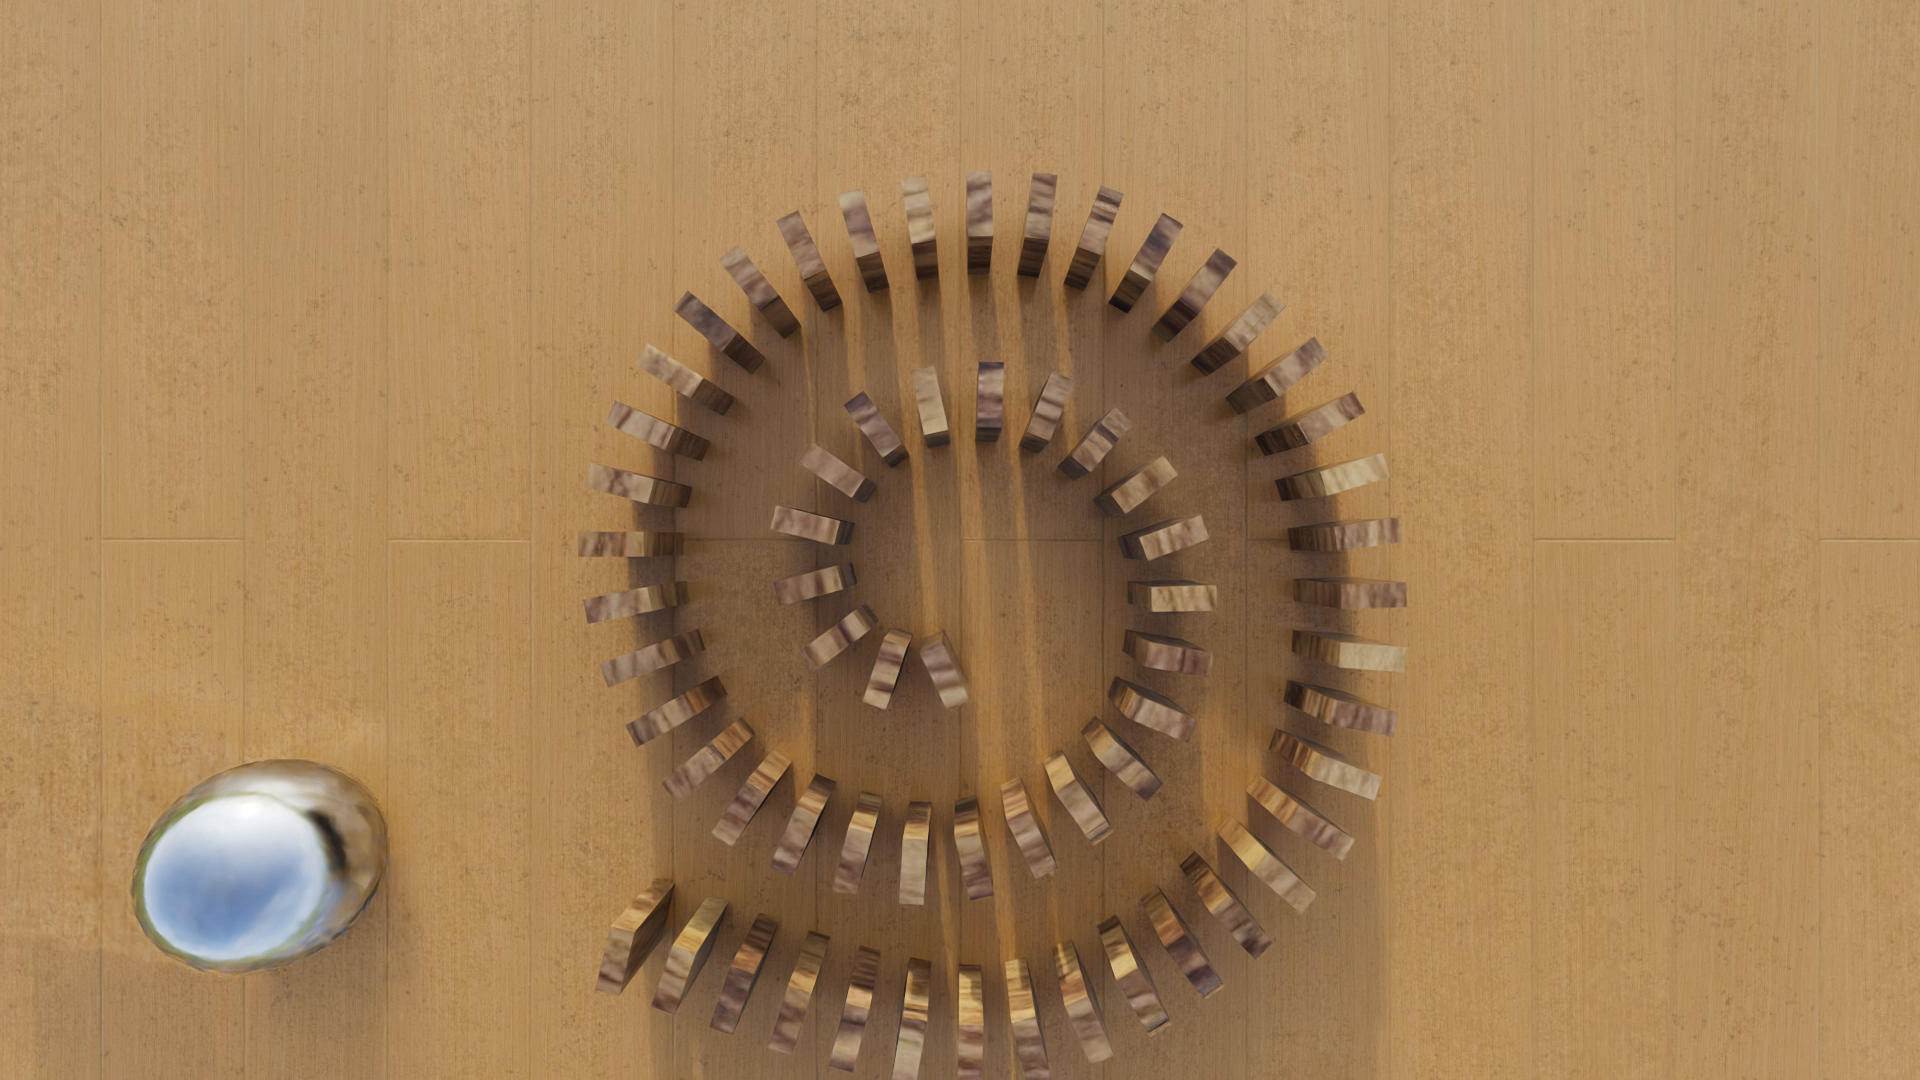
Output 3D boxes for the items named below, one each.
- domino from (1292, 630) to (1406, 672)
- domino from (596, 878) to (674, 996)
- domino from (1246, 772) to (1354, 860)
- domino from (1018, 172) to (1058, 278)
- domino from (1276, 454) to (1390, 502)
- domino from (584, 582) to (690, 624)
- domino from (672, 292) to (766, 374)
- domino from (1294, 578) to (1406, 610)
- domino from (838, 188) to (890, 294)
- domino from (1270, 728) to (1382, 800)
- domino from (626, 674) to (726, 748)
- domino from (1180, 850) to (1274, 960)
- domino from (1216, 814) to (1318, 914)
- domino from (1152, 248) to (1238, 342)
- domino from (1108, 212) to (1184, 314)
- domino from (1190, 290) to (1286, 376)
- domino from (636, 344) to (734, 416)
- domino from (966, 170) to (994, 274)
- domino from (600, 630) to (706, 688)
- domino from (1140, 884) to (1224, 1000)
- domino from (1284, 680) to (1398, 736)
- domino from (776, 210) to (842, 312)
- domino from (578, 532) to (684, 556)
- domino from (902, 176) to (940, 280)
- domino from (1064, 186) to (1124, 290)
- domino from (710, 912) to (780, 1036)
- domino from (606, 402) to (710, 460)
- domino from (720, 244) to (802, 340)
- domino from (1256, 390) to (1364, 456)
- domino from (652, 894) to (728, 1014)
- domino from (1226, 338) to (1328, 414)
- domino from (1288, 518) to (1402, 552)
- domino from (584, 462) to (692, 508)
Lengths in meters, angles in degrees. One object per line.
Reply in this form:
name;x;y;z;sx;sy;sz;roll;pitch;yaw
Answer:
domino;0.158;0.045;0.375;0.025;0.050;0.009;4;90;0
domino;-0.132;0.161;0.375;0.010;0.050;0.025;14;90;0
domino;0.138;0.112;0.375;0.025;0.050;0.010;32;90;0
domino;0.031;-0.128;0.375;0.010;0.050;0.025;7;90;0
domino;0.151;-0.025;0.375;0.025;0.050;0.009;-17;90;0
domino;-0.131;0.025;0.375;0.025;0.050;0.010;-11;90;0
domino;-0.097;-0.084;0.375;0.025;0.050;0.010;40;90;0
domino;0.158;0.021;0.375;0.025;0.050;0.010;-2;90;0
domino;-0.039;-0.121;0.375;0.010;0.050;0.025;-16;90;0
domino;0.148;0.091;0.375;0.025;0.050;0.009;20;90;0
domino;-0.115;0.069;0.375;0.025;0.050;0.010;-29;90;0
domino;0.108;0.148;0.375;0.009;0.050;0.025;-43;90;0
domino;0.124;0.131;0.375;0.025;0.050;0.009;40;90;0
domino;0.095;-0.099;0.375;0.009;0.050;0.025;37;90;0
domino;0.075;-0.112;0.375;0.009;0.050;0.025;30;90;0
domino;0.113;-0.084;0.375;0.009;0.050;0.025;44;90;0
domino;-0.111;-0.065;0.375;0.025;0.050;0.010;32;90;0
domino;0.008;-0.129;0.375;0.009;0.050;0.025;-2;90;0
domino;-0.124;0.048;0.375;0.025;0.050;0.009;-20;90;0
domino;0.090;0.163;0.375;0.010;0.050;0.025;-37;90;0
domino;0.154;0.068;0.375;0.025;0.050;0.010;11;90;0
domino;-0.061;-0.113;0.375;0.010;0.050;0.025;-25;90;0
domino;-0.133;0.002;0.375;0.025;0.050;0.010;0;90;0
domino;-0.016;-0.126;0.375;0.010;0.050;0.025;-9;90;0
domino;0.054;-0.122;0.375;0.010;0.050;0.025;20;90;0
domino;-0.087;0.176;0.375;0.010;0.050;0.025;19;90;0
domino;-0.122;-0.044;0.375;0.025;0.050;0.009;24;90;0
domino;-0.081;-0.100;0.375;0.010;0.050;0.025;-39;90;0
domino;0.142;-0.047;0.375;0.025;0.050;0.010;-29;90;0
domino;-0.109;0.168;0.375;0.009;0.050;0.025;20;90;0
domino;0.128;-0.066;0.375;0.025;0.050;0.009;-39;90;0
domino;0.156;-0.002;0.375;0.025;0.050;0.010;-8;90;0
domino;-0.130;-0.022;0.375;0.025;0.050;0.010;15;90;0
